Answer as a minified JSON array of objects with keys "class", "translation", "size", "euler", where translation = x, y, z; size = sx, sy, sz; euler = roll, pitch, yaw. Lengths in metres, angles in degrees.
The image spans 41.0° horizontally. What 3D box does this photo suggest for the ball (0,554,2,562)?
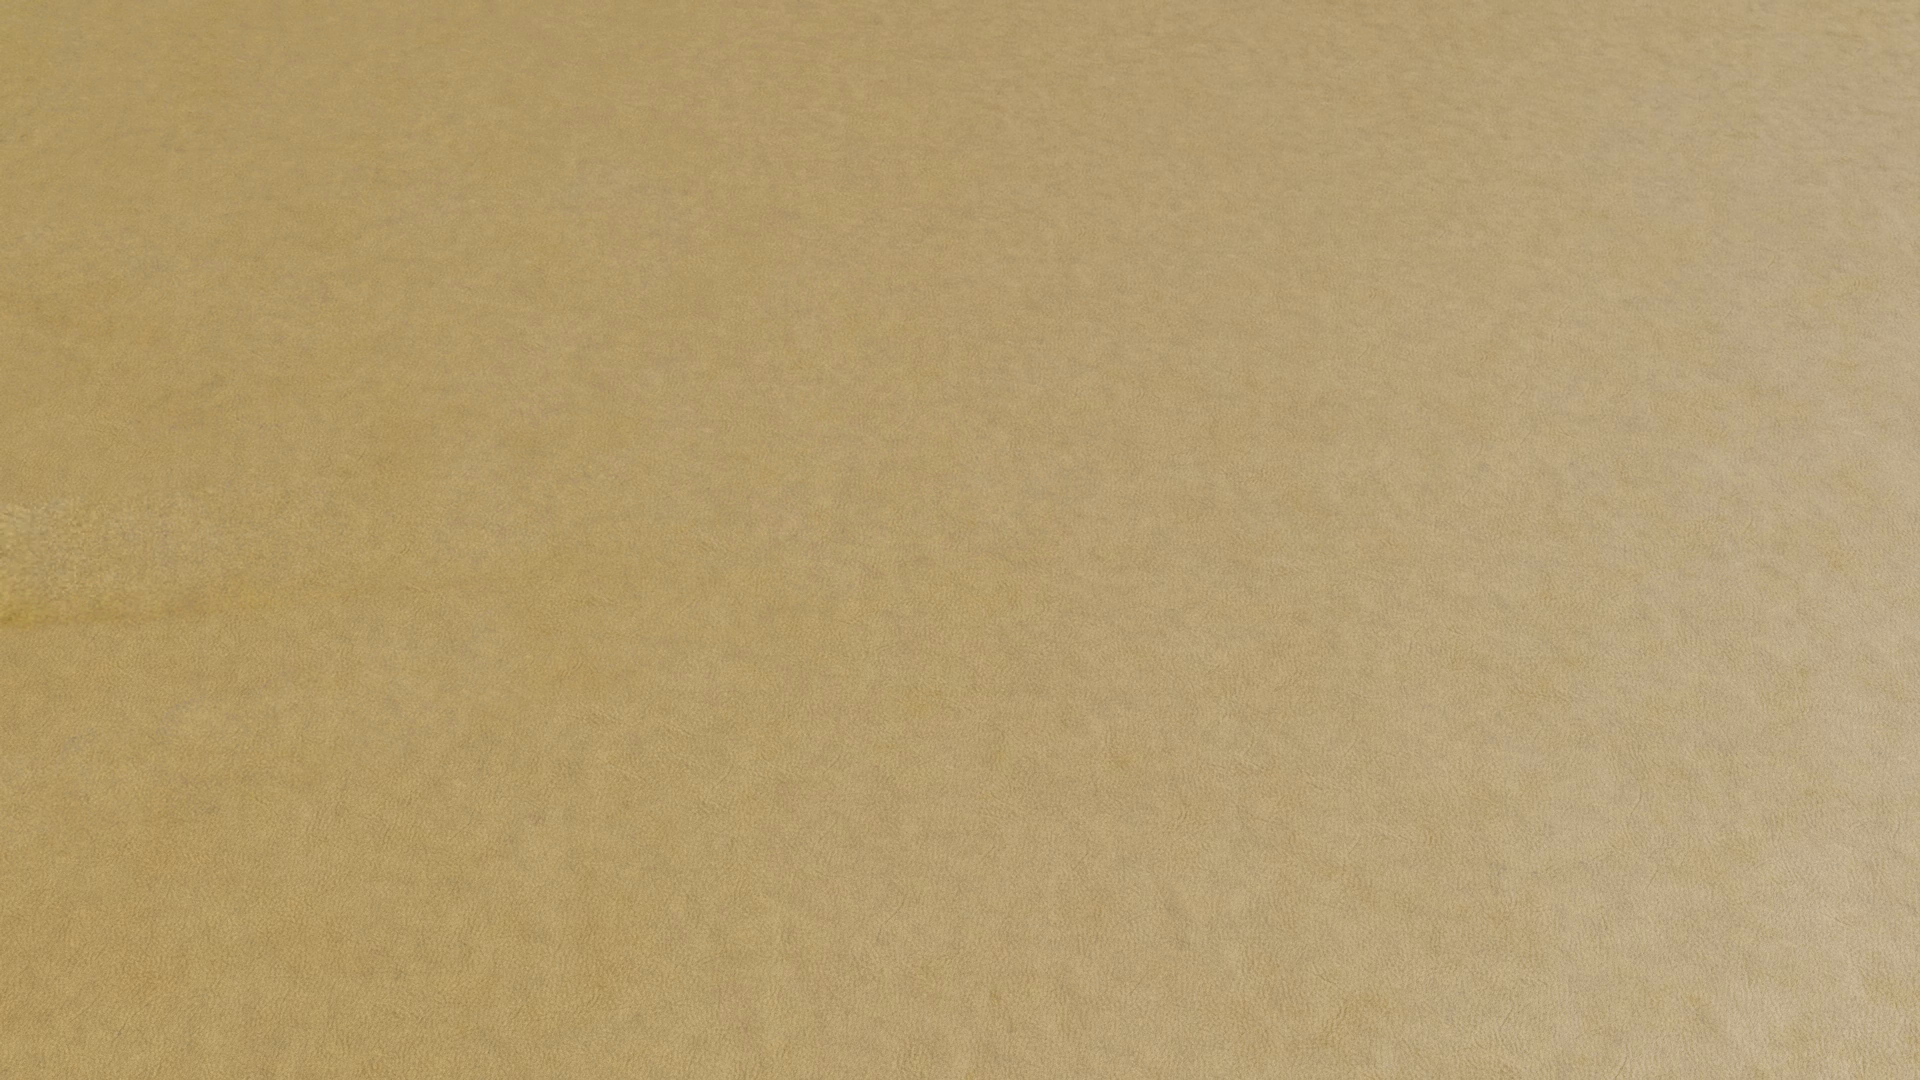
[{"class":"ball","translation":[-0.627,0.011,1.591],"size":[0.062,0.062,0.062],"euler":[0,36,0]}]
